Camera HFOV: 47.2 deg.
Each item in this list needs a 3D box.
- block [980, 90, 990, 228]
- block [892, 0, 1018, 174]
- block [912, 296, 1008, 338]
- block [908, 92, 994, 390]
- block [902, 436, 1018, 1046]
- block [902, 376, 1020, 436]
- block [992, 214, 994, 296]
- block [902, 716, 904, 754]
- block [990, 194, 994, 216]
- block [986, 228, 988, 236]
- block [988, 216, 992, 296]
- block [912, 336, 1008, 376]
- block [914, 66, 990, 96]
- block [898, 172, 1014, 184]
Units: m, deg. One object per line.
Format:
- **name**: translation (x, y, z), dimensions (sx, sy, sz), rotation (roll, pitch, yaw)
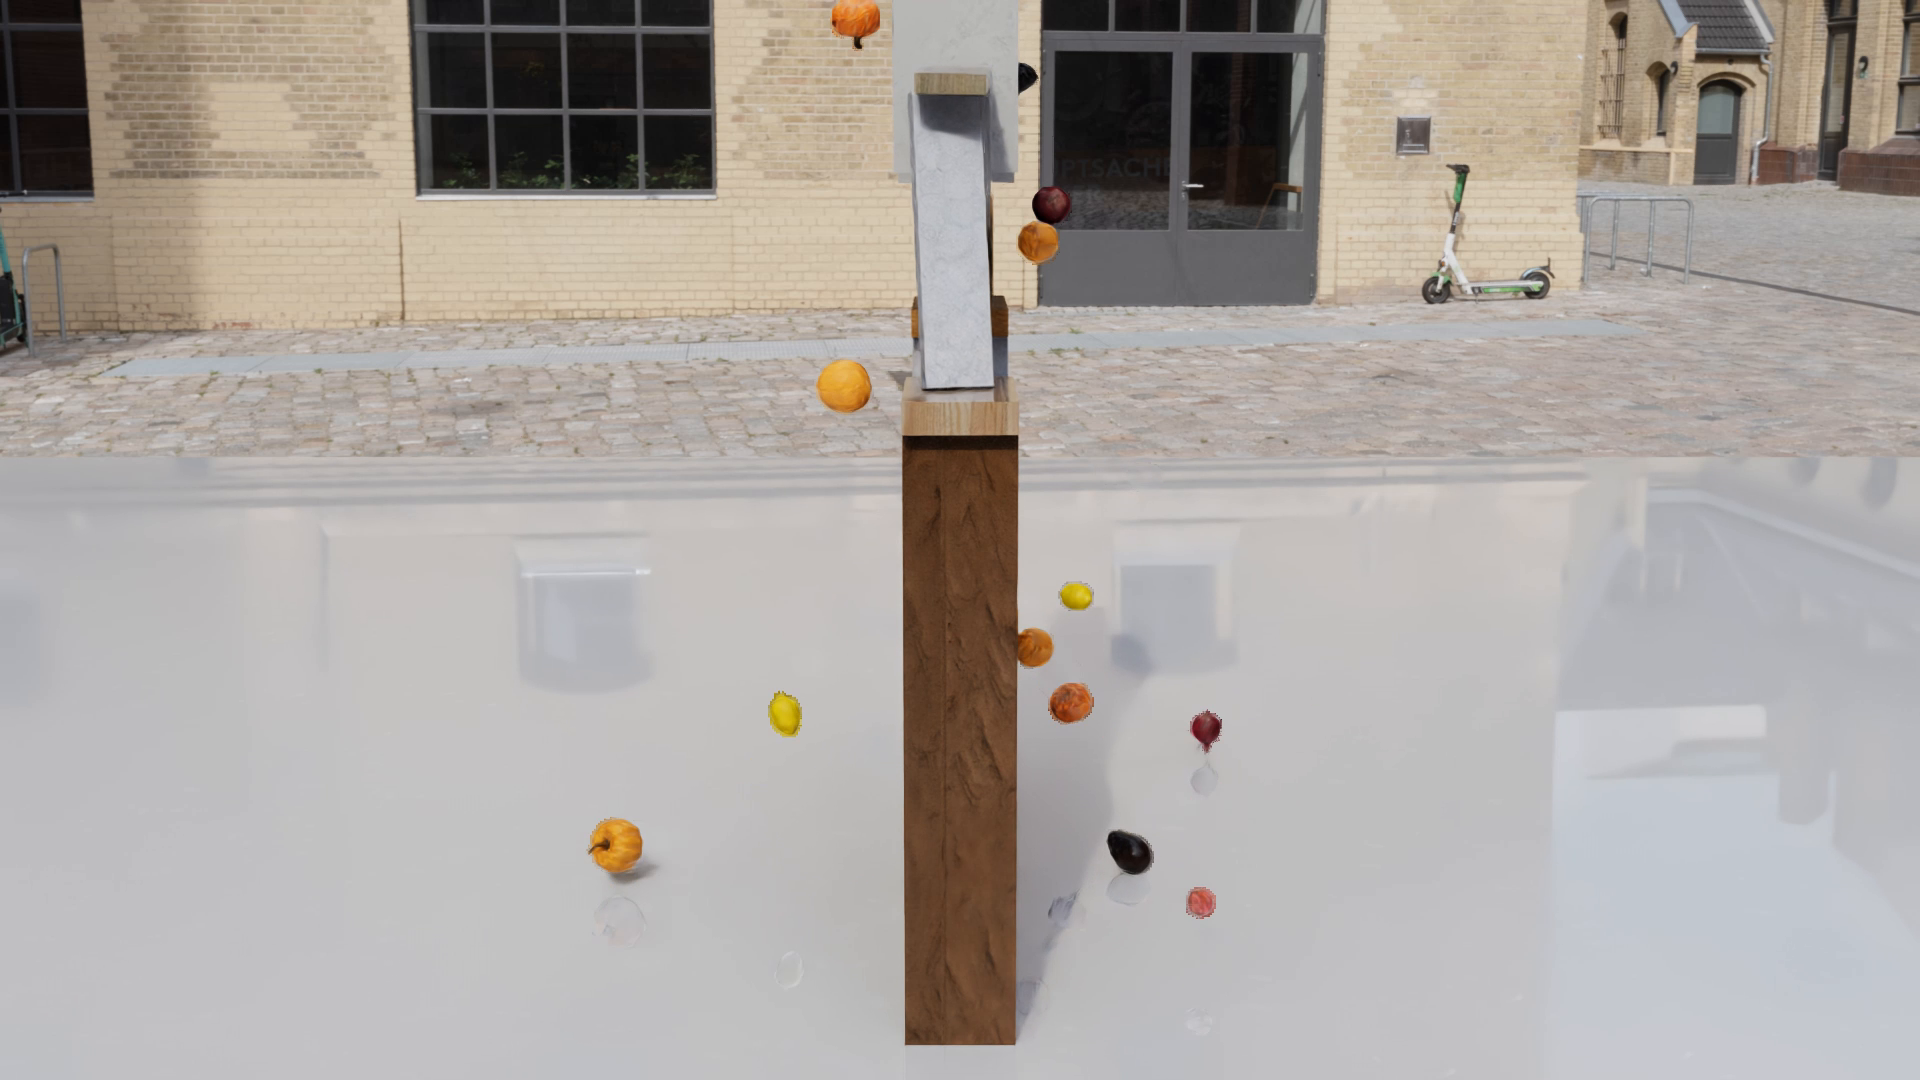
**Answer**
- **block**: translation (-0.006, -0.532, 3.074), dimensions (0.095, 0.191, 0.027), rotation (-1, 5, -1)
- **block**: translation (-0.006, -0.703, 3.121), dimensions (0.178, 0.356, 0.050), rotation (0, 12, 0)
- **block**: translation (-0.001, -0.336, 3.296), dimensions (0.139, 0.039, 0.278), rotation (0, 10, 0)
- **block**: translation (-0.013, -0.409, 3.003), dimensions (0.095, 0.402, 0.027), rotation (-3, 1, -15)
- **block**: translation (0.000, 0.277, 3.002), dimensions (0.154, 0.860, 0.044), rotation (0, 11, 0)
- **block**: translation (0.000, -0.186, 3.021), dimensions (0.154, 0.044, 0.308), rotation (0, 10, 0)
- **block**: translation (0.006, -0.469, 3.864), dimensions (0.106, 0.211, 0.030), rotation (0, 11, 0)
- **block**: translation (-0.001, 0.264, 3.434), dimensions (0.170, 0.048, 0.339), rotation (0, 11, 0)
- **block**: translation (0.004, -0.575, 3.771), dimensions (0.106, 0.030, 0.211), rotation (0, 10, 1)
- **block**: translation (-0.003, -0.424, 3.193), dimensions (0.085, 0.170, 0.024), rotation (0, 12, 2)
- **block**: translation (0.000, -0.427, 3.727), dimensions (0.106, 0.244, 0.030), rotation (0, 10, 0)
- **block**: translation (0.001, -0.100, 3.246), dimensions (0.139, 0.408, 0.039), rotation (0, 11, 0)
- **block**: translation (-0.009, -0.628, 3.004), dimensions (0.095, 0.027, 0.191), rotation (2, 15, 2)
- **block**: translation (-0.007, -0.736, 3.354), dimensions (0.178, 0.377, 0.050), rotation (0, 11, 0)
